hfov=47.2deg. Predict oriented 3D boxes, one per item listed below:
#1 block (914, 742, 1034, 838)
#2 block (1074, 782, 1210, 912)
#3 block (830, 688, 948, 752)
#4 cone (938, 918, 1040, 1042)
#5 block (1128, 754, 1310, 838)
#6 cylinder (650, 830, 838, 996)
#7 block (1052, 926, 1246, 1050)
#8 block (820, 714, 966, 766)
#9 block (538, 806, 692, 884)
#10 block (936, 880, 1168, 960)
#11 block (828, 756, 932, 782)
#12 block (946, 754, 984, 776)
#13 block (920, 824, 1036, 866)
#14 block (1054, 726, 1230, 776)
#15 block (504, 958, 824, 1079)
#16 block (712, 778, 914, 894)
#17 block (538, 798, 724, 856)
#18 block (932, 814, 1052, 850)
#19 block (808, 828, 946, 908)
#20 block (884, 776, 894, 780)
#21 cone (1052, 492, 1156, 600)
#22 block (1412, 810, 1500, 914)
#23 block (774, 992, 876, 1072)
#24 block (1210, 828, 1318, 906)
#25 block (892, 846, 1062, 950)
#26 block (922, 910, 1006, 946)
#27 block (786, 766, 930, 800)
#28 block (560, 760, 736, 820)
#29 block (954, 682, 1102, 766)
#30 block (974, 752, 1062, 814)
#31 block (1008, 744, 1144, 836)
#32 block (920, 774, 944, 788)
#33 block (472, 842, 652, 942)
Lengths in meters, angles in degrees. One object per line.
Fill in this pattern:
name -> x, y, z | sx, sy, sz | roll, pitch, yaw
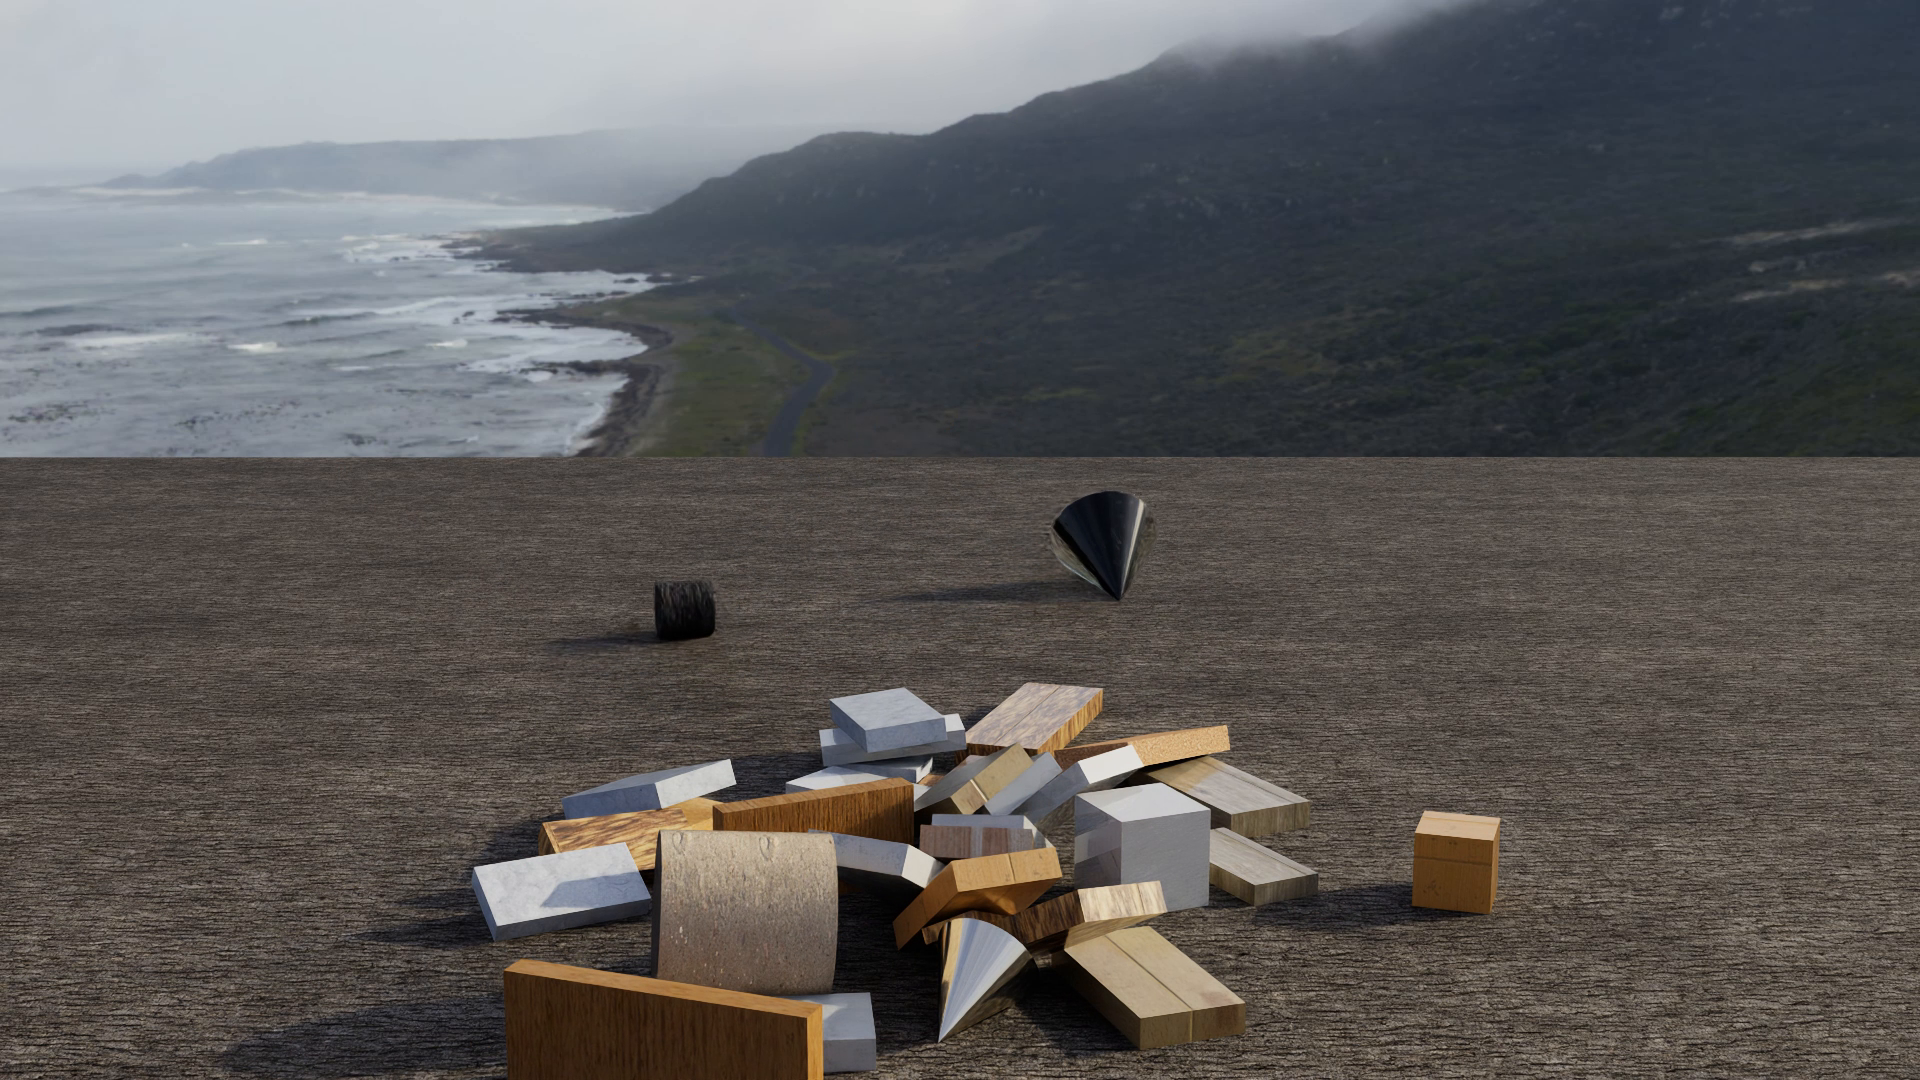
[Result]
block -> -0.004, 0.442, 3.815 | 0.159, 0.045, 0.319 | -36, 0, -27
block -> 0.300, 0.512, 3.639 | 0.164, 0.164, 0.164 | -5, 11, -24
block -> -0.146, 0.357, 4.381 | 0.159, 0.045, 0.319 | -8, 9, -15
cone -> 0.005, 0.654, 3.124 | 0.163, 0.163, 0.163 | 6, 39, 29
block -> 0.482, 0.480, 4.129 | 0.173, 0.049, 0.346 | -5, 12, -27
cylinder -> -0.315, 0.546, 3.183 | 0.247, 0.247, 0.247 | 3, 10, -10
block -> 0.270, 0.650, 3.218 | 0.162, 0.046, 0.324 | -4, 11, -20
block -> -0.135, 0.398, 4.387 | 0.283, 0.040, 0.142 | -6, 9, -5
block -> -0.569, 0.523, 3.714 | 0.256, 0.036, 0.128 | -3, 42, -34
block -> 0.130, 0.565, 3.199 | 0.162, 0.046, 0.324 | 2, -22, -41
block -> -0.158, 0.448, 4.363 | 0.186, 0.026, 0.093 | 4, 11, 18
block -> 0.034, 0.452, 4.197 | 0.093, 0.026, 0.186 | 4, 11, 18
block -> 0.034, 0.513, 3.523 | 0.171, 0.048, 0.342 | 2, -17, 4
block -> 0.358, 0.409, 4.282 | 0.173, 0.049, 0.347 | -11, -5, 39
block -> -0.388, 0.658, 2.859 | 0.441, 0.162, 0.046 | 4, 11, 21
block -> -0.241, 0.506, 3.655 | 0.342, 0.171, 0.048 | -5, 12, -27
block -> -0.563, 0.524, 3.900 | 0.159, 0.045, 0.349 | 7, 13, 35
block -> 0.057, 0.502, 3.638 | 0.149, 0.042, 0.298 | -1, -17, 12
block -> -0.093, 0.526, 3.439 | 0.171, 0.048, 0.342 | 5, -18, 25
block -> -0.216, 0.502, 3.753 | 0.283, 0.142, 0.040 | -8, 13, -37
cone -> 0.419, 0.076, 6.069 | 0.300, 0.300, 0.300 | -1, 37, -6
block -> 0.822, 0.532, 3.638 | 0.125, 0.125, 0.125 | 4, 11, 19
block -> -0.282, 0.684, 3.039 | 0.324, 0.046, 0.162 | -1, 11, -5
block -> 0.476, 0.555, 3.755 | 0.128, 0.036, 0.277 | -5, 12, -27
block -> 0.022, 0.542, 3.310 | 0.162, 0.046, 0.324 | -5, -23, -20
block -> 0.019, 0.590, 3.317 | 0.086, 0.024, 0.172 | -24, -21, 18
block -> -0.153, 0.486, 4.117 | 0.334, 0.040, 0.142 | 8, 13, 36
block -> -0.564, 0.453, 3.964 | 0.162, 0.046, 0.324 | -15, 0, -41
block -> 0.151, 0.389, 4.617 | 0.173, 0.049, 0.508 | 3, 11, 18
block -> 0.063, 0.447, 3.850 | 0.149, 0.042, 0.298 | -36, 0, -21
block -> 0.167, 0.454, 3.793 | 0.149, 0.042, 0.298 | -10, -24, -48
block -> 0.015, 0.479, 4.192 | 0.186, 0.026, 0.093 | 3, 11, 14
block -> -0.642, 0.565, 3.545 | 0.257, 0.036, 0.128 | -6, 41, -29
